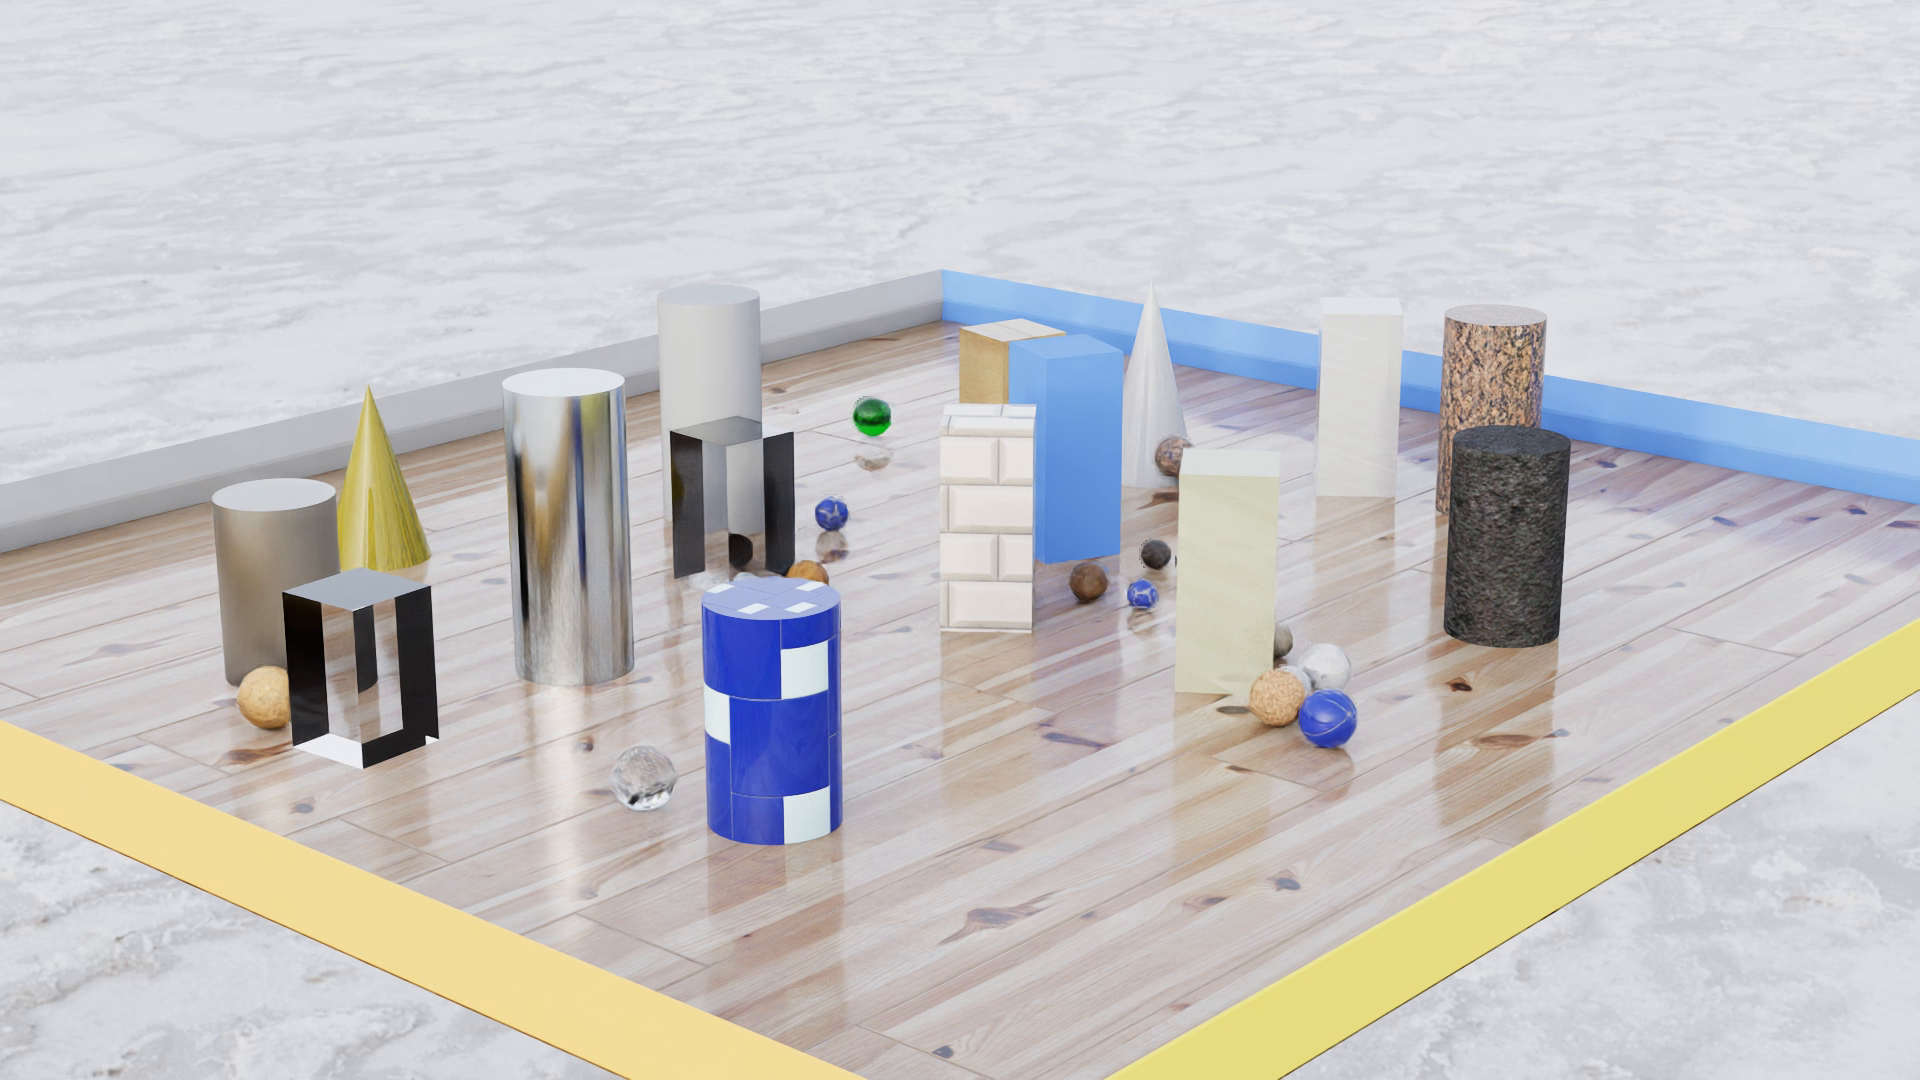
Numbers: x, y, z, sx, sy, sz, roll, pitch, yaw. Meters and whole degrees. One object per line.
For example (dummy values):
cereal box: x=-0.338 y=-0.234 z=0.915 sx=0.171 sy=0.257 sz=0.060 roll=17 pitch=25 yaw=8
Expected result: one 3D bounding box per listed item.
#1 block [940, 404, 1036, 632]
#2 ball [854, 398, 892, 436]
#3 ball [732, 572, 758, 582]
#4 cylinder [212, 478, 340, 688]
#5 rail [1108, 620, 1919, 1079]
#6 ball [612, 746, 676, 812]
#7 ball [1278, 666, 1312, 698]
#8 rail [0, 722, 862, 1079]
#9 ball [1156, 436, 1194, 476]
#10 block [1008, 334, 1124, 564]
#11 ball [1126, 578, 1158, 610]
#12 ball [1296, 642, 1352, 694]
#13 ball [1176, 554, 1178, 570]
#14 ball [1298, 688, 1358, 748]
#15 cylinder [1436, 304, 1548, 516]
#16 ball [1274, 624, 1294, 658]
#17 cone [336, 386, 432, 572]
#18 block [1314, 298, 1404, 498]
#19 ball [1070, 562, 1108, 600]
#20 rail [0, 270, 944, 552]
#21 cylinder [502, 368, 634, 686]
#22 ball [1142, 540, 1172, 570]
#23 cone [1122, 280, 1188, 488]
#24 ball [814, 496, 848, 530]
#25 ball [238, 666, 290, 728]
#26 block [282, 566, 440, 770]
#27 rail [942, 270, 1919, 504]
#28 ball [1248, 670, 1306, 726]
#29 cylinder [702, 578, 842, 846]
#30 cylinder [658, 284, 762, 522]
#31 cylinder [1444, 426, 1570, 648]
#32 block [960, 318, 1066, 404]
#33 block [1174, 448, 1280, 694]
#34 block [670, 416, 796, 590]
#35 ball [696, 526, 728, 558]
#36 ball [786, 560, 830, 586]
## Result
block: x=0.048 y=-0.038 z=4.953 sx=0.154 sy=0.357 sz=0.154 roll=1 pitch=17 yaw=3
ball: x=-0.183 y=-0.259 z=6.160 sx=0.082 sy=0.082 sz=0.082 roll=0 pitch=17 yaw=0
ball: x=-0.372 y=0.080 z=5.089 sx=0.052 sy=0.052 sz=0.052 roll=0 pitch=17 yaw=0
cylinder: x=-1.088 y=0.071 z=4.692 sx=0.192 sy=0.299 sz=0.192 roll=0 pitch=17 yaw=0
rail: x=1.102 y=0.308 z=4.205 sx=0.045 sy=0.125 sz=3.277 roll=14 pitch=22 yaw=39
ball: x=-0.449 y=0.338 z=4.162 sx=0.093 sy=0.093 sz=0.093 roll=0 pitch=17 yaw=0
ball: x=0.513 y=0.230 z=4.566 sx=0.068 sy=0.068 sz=0.068 roll=0 pitch=17 yaw=0
rail: x=-1.059 y=0.384 z=3.953 sx=2.965 sy=0.125 sz=0.045 roll=14 pitch=22 yaw=39
ball: x=0.423 y=-0.164 z=5.748 sx=0.081 sy=0.081 sz=0.081 roll=0 pitch=17 yaw=0
block: x=0.191 y=-0.167 z=5.340 sx=0.154 sy=0.380 sz=0.154 roll=-7 pitch=18 yaw=-23
ball: x=0.313 y=0.093 z=5.044 sx=0.053 sy=0.053 sz=0.053 roll=0 pitch=17 yaw=0
ball: x=0.572 y=0.205 z=4.613 sx=0.087 sy=0.087 sz=0.087 roll=0 pitch=17 yaw=0
ball: x=0.414 y=0.038 z=5.209 sx=0.062 sy=0.062 sz=0.062 roll=0 pitch=17 yaw=0
ball: x=0.553 y=0.267 z=4.404 sx=0.089 sy=0.089 sz=0.089 roll=0 pitch=17 yaw=0
cylinder: x=1.012 y=-0.243 z=5.592 sx=0.192 sy=0.380 sz=0.192 roll=0 pitch=17 yaw=0
ball: x=0.516 y=0.165 z=4.796 sx=0.058 sy=0.058 sz=0.058 roll=0 pitch=17 yaw=0
cone: x=-1.060 y=-0.126 z=5.299 sx=0.192 sy=0.324 sz=0.192 roll=0 pitch=17 yaw=0
block: x=0.779 y=-0.281 z=5.746 sx=0.154 sy=0.363 sz=0.154 roll=1 pitch=17 yaw=4
ball: x=0.224 y=0.071 z=5.091 sx=0.068 sy=0.068 sz=0.068 roll=0 pitch=17 yaw=0
rail: x=-1.102 y=-0.245 z=6.036 sx=0.045 sy=0.125 sz=3.277 roll=14 pitch=22 yaw=39
cylinder: x=-0.625 y=-0.022 z=4.694 sx=0.192 sy=0.475 sz=0.192 roll=0 pitch=17 yaw=0
ball: x=0.352 y=0.026 z=5.265 sx=0.054 sy=0.054 sz=0.054 roll=0 pitch=17 yaw=0
cone: x=0.377 y=-0.325 z=5.817 sx=0.192 sy=0.407 sz=0.192 roll=0 pitch=17 yaw=0
ball: x=-0.241 y=-0.049 z=5.495 sx=0.064 sy=0.064 sz=0.064 roll=0 pitch=17 yaw=0
ball: x=-1.055 y=0.241 z=4.480 sx=0.096 sy=0.096 sz=0.096 roll=0 pitch=17 yaw=0
block: x=-0.896 y=0.190 z=4.390 sx=0.154 sy=0.246 sz=0.154 roll=12 pitch=21 yaw=35
rail: x=1.059 y=-0.321 z=6.288 sx=2.965 sy=0.125 sz=0.045 roll=14 pitch=22 yaw=39
ball: x=0.486 y=0.242 z=4.493 sx=0.086 sy=0.086 sz=0.086 roll=0 pitch=17 yaw=0
cylinder: x=-0.261 y=0.237 z=4.092 sx=0.192 sy=0.328 sz=0.192 roll=0 pitch=17 yaw=0
cylinder: x=-0.471 y=-0.256 z=5.554 sx=0.192 sy=0.426 sz=0.192 roll=0 pitch=17 yaw=0
cylinder: x=0.912 y=-0.007 z=4.894 sx=0.192 sy=0.331 sz=0.192 roll=0 pitch=17 yaw=0
block: x=0.105 y=-0.290 z=5.928 sx=0.154 sy=0.275 sz=0.154 roll=-11 pitch=20 yaw=-33
block: x=0.425 y=0.050 z=4.660 sx=0.154 sy=0.358 sz=0.154 roll=2 pitch=17 yaw=6
block: x=-0.400 y=-0.060 z=5.170 sx=0.154 sy=0.273 sz=0.154 roll=-16 pitch=23 yaw=-42
ball: x=-0.449 y=0.004 z=5.332 sx=0.058 sy=0.058 sz=0.058 roll=0 pitch=17 yaw=0
ball: x=-0.264 y=0.073 z=5.069 sx=0.076 sy=0.076 sz=0.076 roll=0 pitch=17 yaw=0
